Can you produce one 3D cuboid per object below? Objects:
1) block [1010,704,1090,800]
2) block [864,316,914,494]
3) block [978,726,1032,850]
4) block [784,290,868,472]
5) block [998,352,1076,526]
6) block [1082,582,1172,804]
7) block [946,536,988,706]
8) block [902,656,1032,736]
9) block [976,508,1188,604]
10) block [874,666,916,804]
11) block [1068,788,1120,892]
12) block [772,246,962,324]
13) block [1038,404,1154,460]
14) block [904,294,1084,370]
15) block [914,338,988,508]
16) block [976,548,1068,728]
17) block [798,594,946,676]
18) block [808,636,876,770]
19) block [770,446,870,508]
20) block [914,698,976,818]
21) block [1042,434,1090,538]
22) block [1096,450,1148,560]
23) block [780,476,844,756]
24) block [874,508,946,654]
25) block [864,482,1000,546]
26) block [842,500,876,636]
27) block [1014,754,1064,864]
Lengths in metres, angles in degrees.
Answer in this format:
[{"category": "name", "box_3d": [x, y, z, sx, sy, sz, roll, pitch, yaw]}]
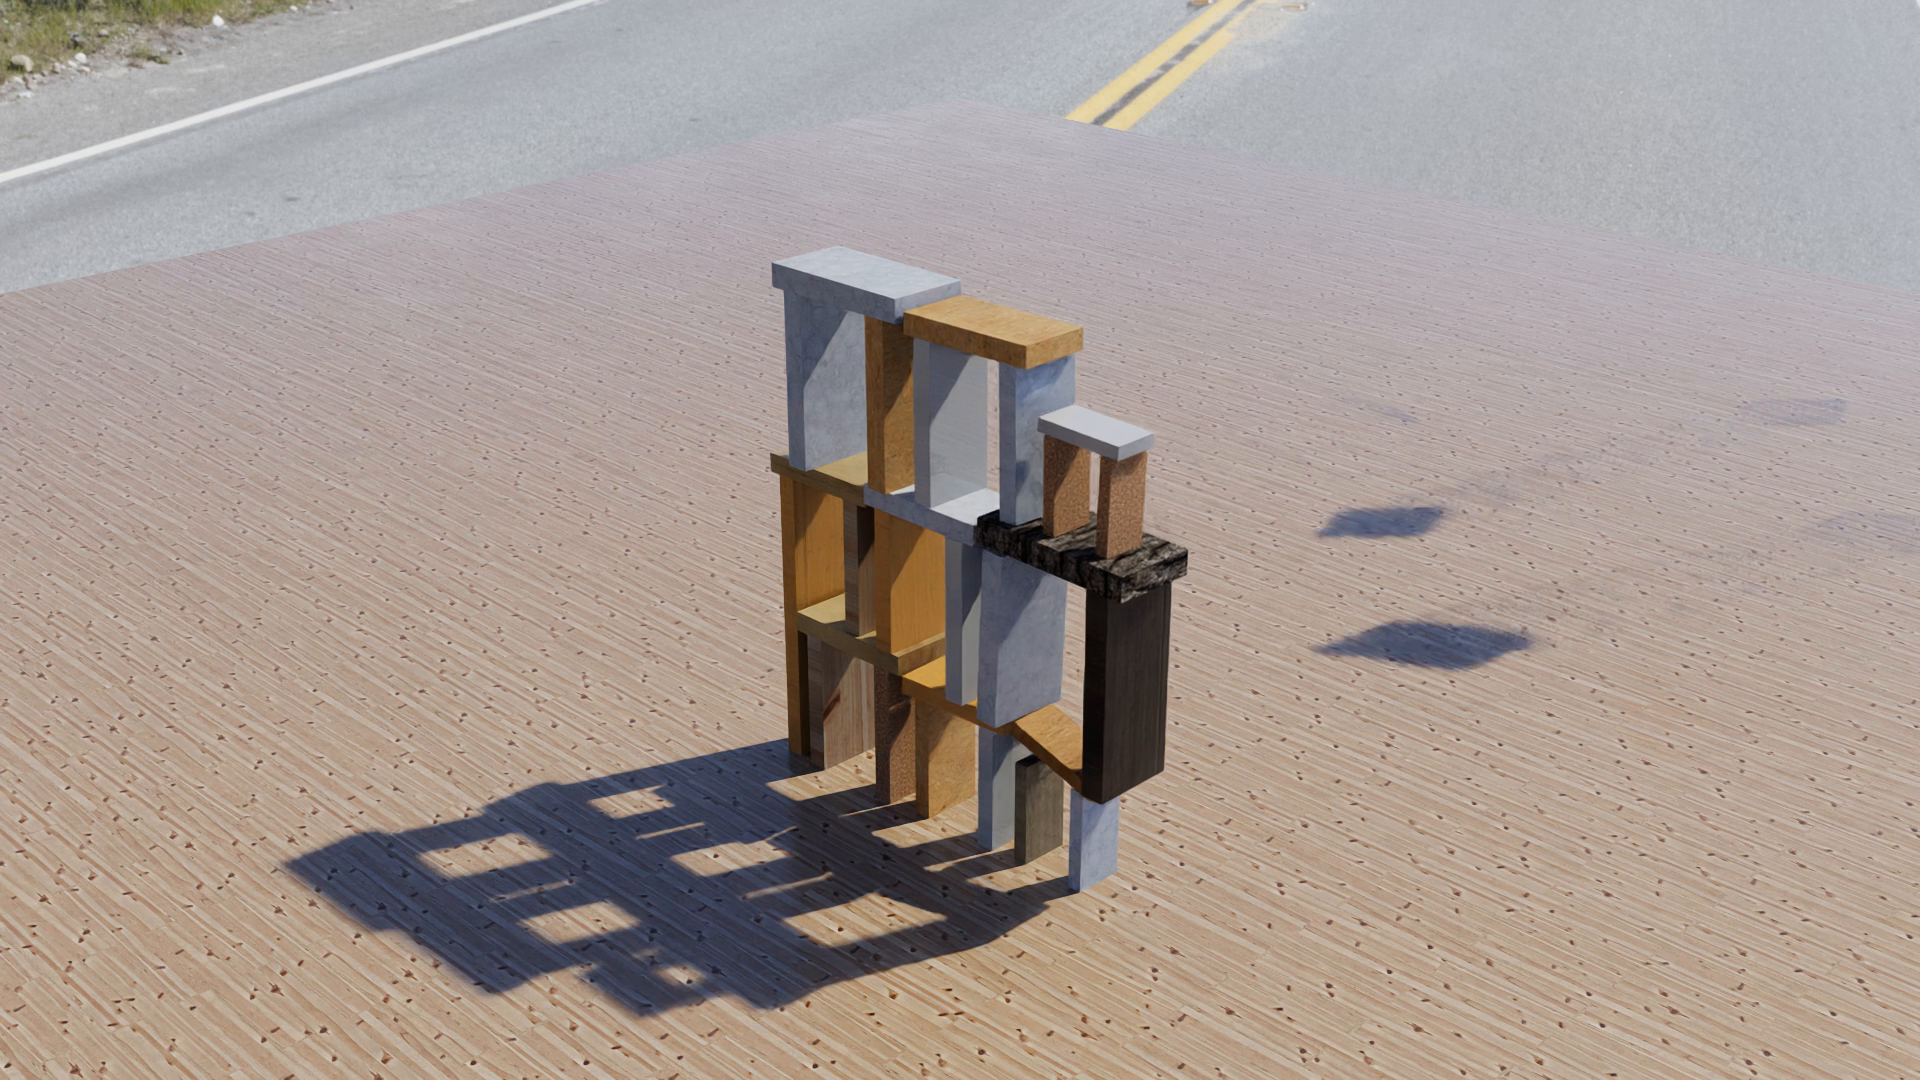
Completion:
[{"category": "block", "box_3d": [0.209, 0.400, 4.163, 0.107, 0.030, 0.214, -22, 49, -41]}, {"category": "block", "box_3d": [-0.098, -0.277, 4.210, 0.173, 0.347, 0.049, -21, 30, -40]}, {"category": "block", "box_3d": [0.095, 0.465, 4.324, 0.038, 0.266, 0.133, 20, 30, 39]}, {"category": "block", "box_3d": [-0.262, -0.333, 4.363, 0.173, 0.363, 0.049, -21, 31, -41]}, {"category": "block", "box_3d": [0.141, -0.191, 4.002, 0.152, 0.304, 0.043, -20, 29, -39]}, {"category": "block", "box_3d": [0.303, 0.261, 4.006, 0.050, 0.415, 0.178, 21, 31, 40]}, {"category": "block", "box_3d": [0.038, 0.136, 4.225, 0.043, 0.341, 0.150, 20, 30, 38]}, {"category": "block", "box_3d": [0.028, 0.302, 4.318, 0.266, 0.038, 0.133, 20, 30, 38]}, {"category": "block", "box_3d": [0.219, 0.010, 3.990, 0.178, 0.050, 0.355, -21, 32, -40]}, {"category": "block", "box_3d": [-0.104, 0.374, 4.493, 0.043, 0.301, 0.151, 21, 31, 41]}, {"category": "block", "box_3d": [0.255, 0.553, 4.183, 0.107, 0.214, 0.030, -21, 31, -40]}, {"category": "block", "box_3d": [-0.181, -0.491, 4.207, 0.173, 0.049, 0.347, -21, 31, -41]}, {"category": "block", "box_3d": [0.239, -0.190, 3.878, 0.190, 0.027, 0.095, 23, 33, 40]}, {"category": "block", "box_3d": [0.059, -0.381, 4.004, 0.304, 0.043, 0.152, 20, 30, 40]}, {"category": "block", "box_3d": [-0.017, -0.237, 4.141, 0.152, 0.327, 0.043, -21, 31, -40]}, {"category": "block", "box_3d": [0.119, 0.163, 4.144, 0.178, 0.355, 0.050, -20, 32, -39]}, {"category": "block", "box_3d": [-0.175, 0.188, 4.491, 0.301, 0.043, 0.151, 21, 31, 41]}, {"category": "block", "box_3d": [-0.246, 0.319, 4.624, 0.043, 0.301, 0.151, 21, 31, 41]}, {"category": "block", "box_3d": [-0.234, -0.139, 4.423, 0.143, 0.041, 0.286, -21, 31, -41]}, {"category": "block", "box_3d": [-0.029, 0.416, 4.439, 0.038, 0.266, 0.133, 21, 31, 41]}, {"category": "block", "box_3d": [0.192, -0.108, 3.957, 0.095, 0.190, 0.027, -22, 32, -40]}, {"category": "block", "box_3d": [0.285, -0.070, 3.878, 0.027, 0.190, 0.095, 23, 32, 39]}, {"category": "block", "box_3d": [-0.301, 0.143, 4.617, 0.041, 0.630, 0.143, 21, 31, 41]}, {"category": "block", "box_3d": [-0.098, 0.061, 4.351, 0.150, 0.301, 0.043, -21, 31, -41]}, {"category": "block", "box_3d": [-0.028, -0.069, 4.218, 0.150, 0.043, 0.301, -21, 31, -40]}, {"category": "block", "box_3d": [-0.166, 0.037, 4.425, 0.041, 0.286, 0.143, 21, 31, 41]}, {"category": "block", "box_3d": [0.154, 0.514, 4.276, 0.030, 0.214, 0.107, 21, 31, 41]}]
